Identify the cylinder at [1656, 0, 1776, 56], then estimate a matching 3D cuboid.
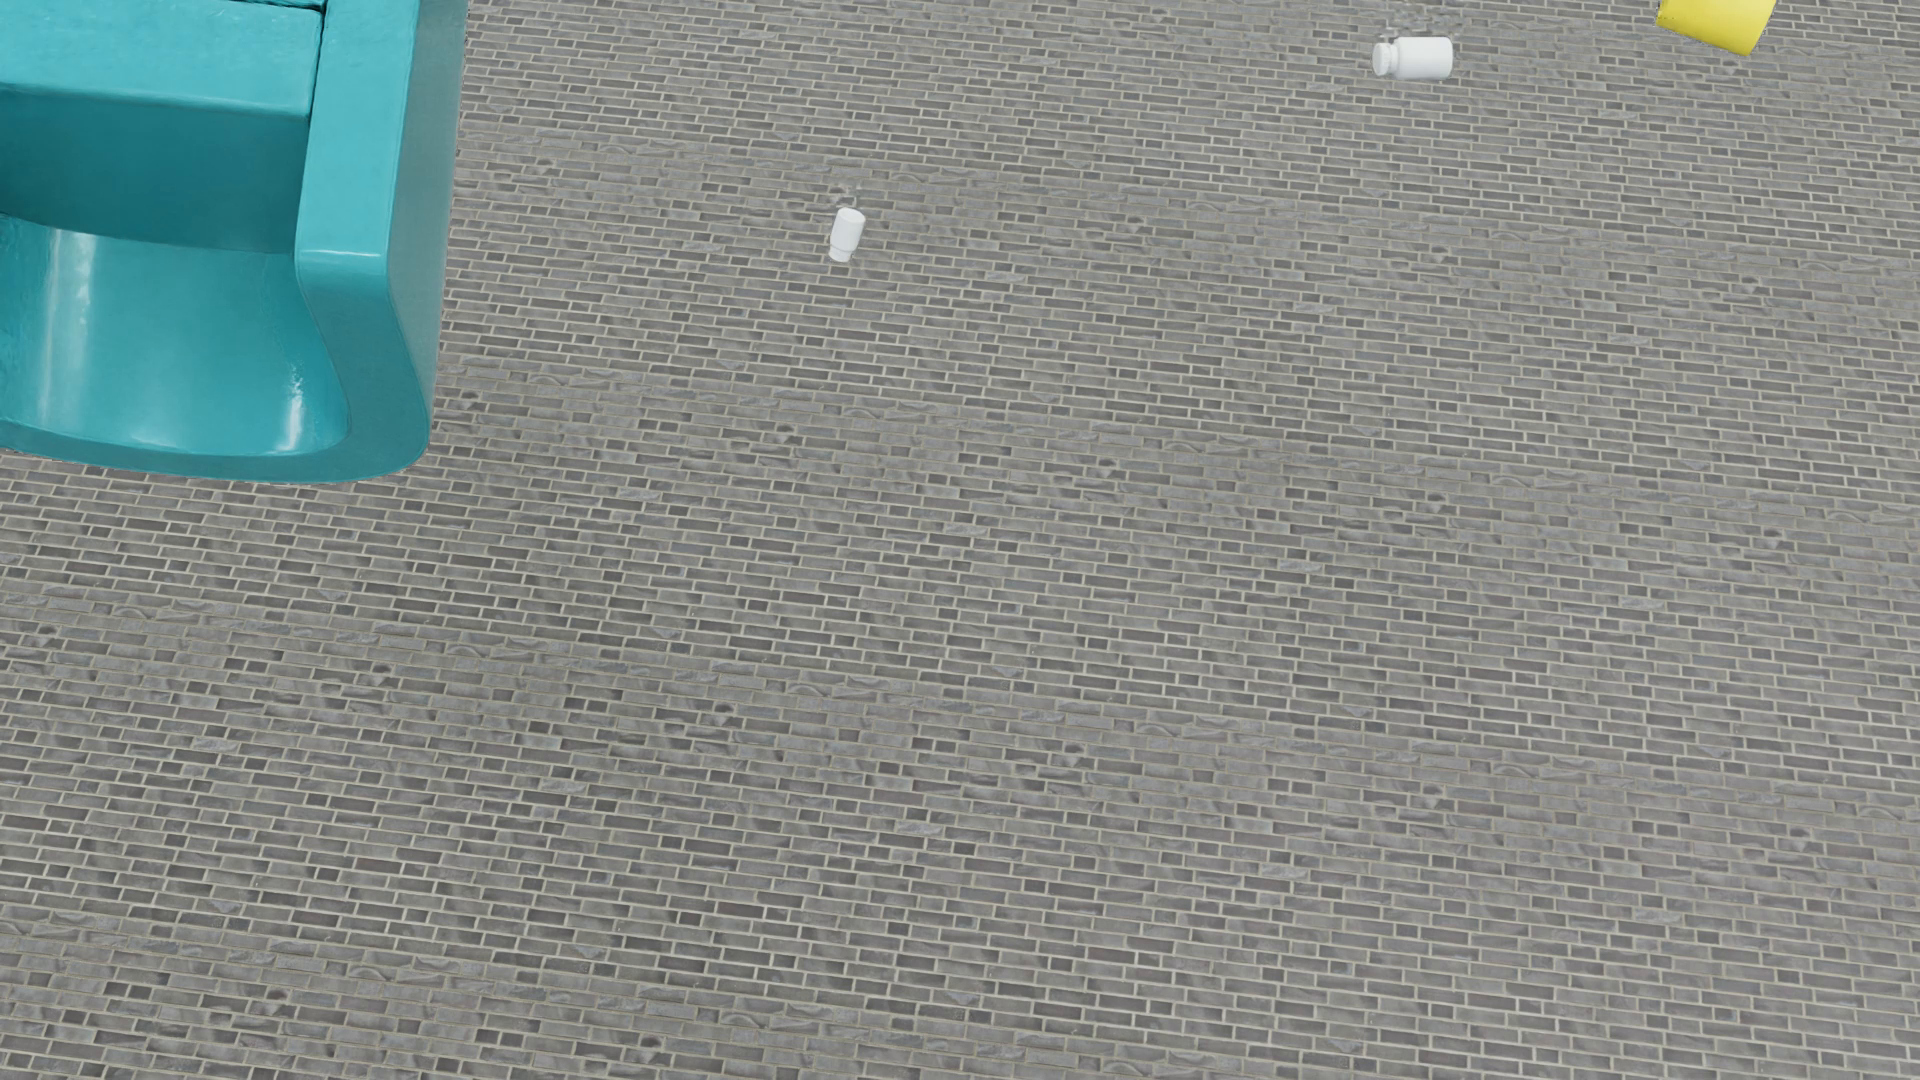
[{"bbox_3d":[1.295,-0.936,3.735,0.160,0.181,0.213,22,29,9],"label":"cylinder"}]
